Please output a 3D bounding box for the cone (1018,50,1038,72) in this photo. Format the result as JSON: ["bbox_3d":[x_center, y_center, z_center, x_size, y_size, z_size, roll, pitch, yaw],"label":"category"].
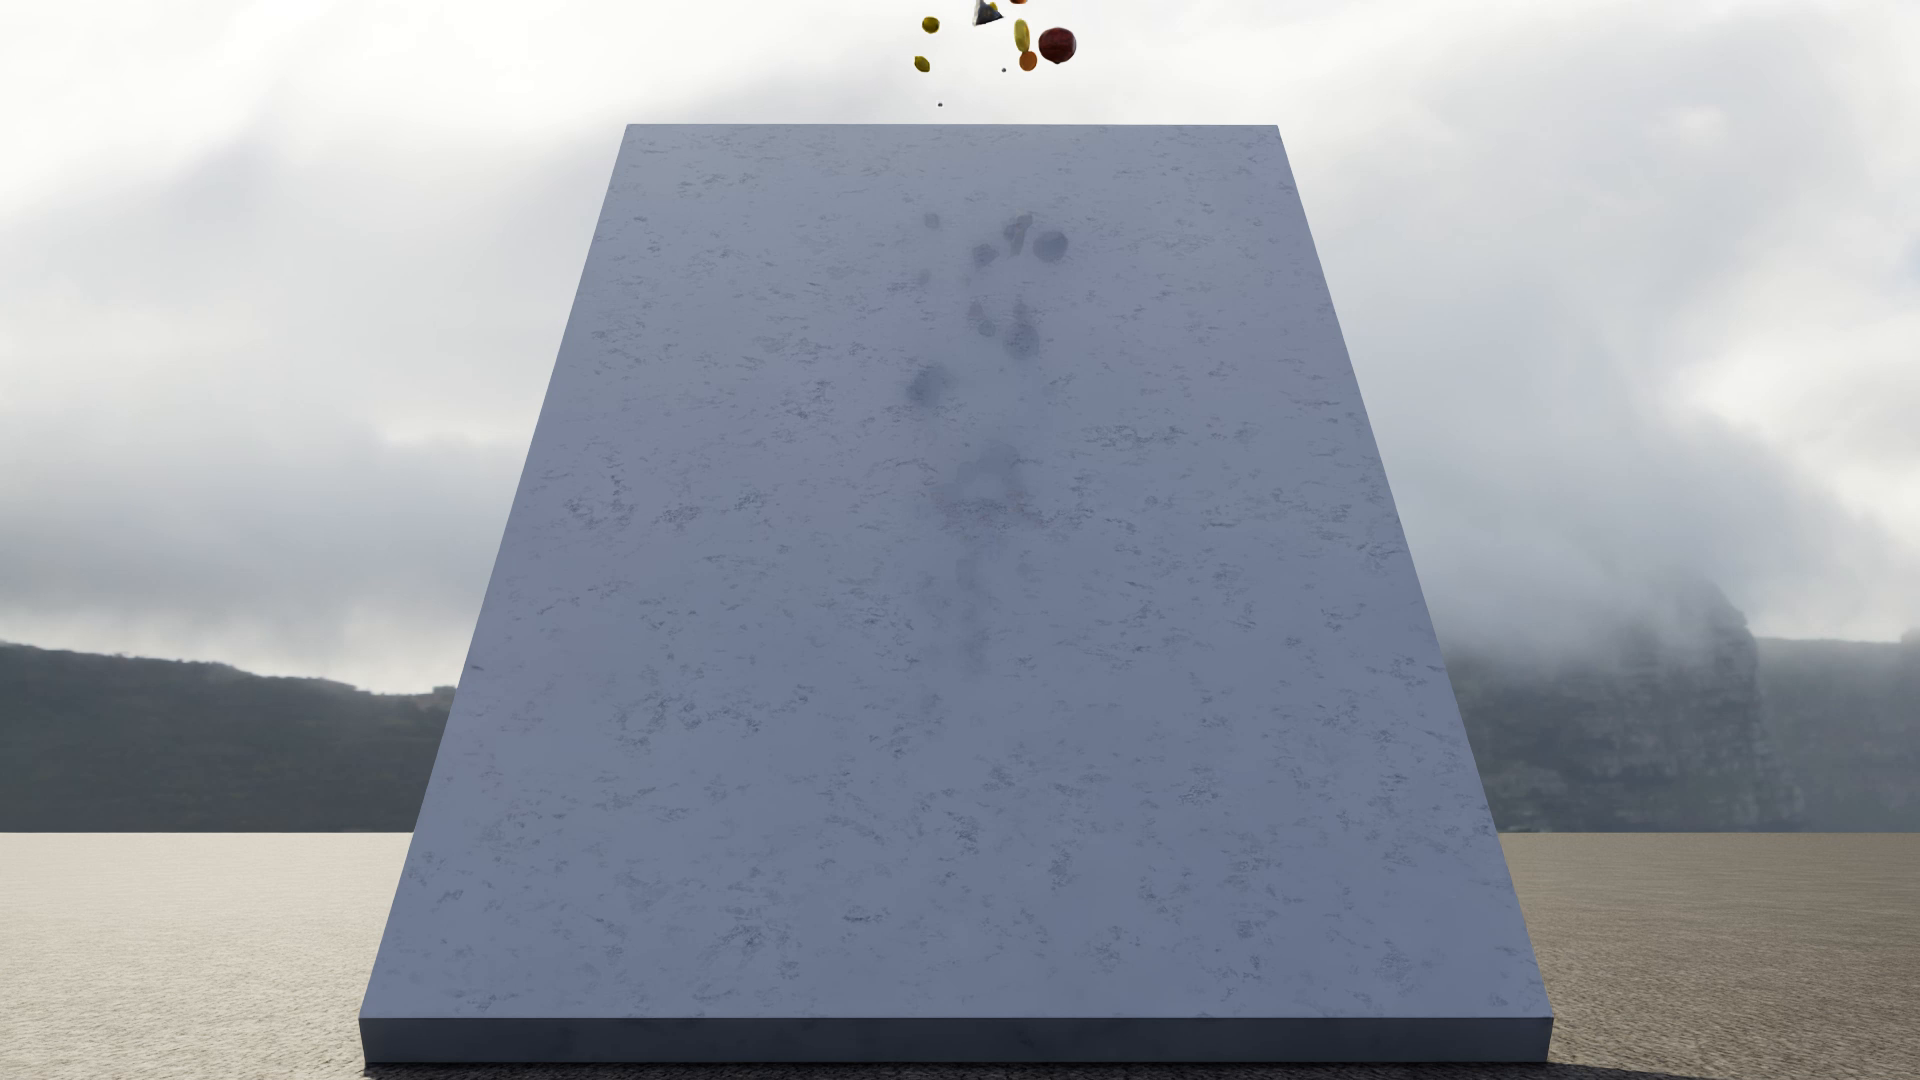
[{"bbox_3d":[0.191,-1.440,7.303,0.063,0.063,0.063,3,15,-26],"label":"cone"}]

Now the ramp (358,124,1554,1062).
[{"bbox_3d":[-0.014,-0.198,5.805,2.000,0.100,4.000,0,31,0],"label":"ramp"}]

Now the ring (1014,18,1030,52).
[{"bbox_3d":[0.185,-1.499,7.236,0.033,0.100,0.100,1,-6,19],"label":"ring"}]

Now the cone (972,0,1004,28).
[{"bbox_3d":[0.091,-1.561,7.237,0.090,0.090,0.090,8,-8,-10],"label":"cone"}]
